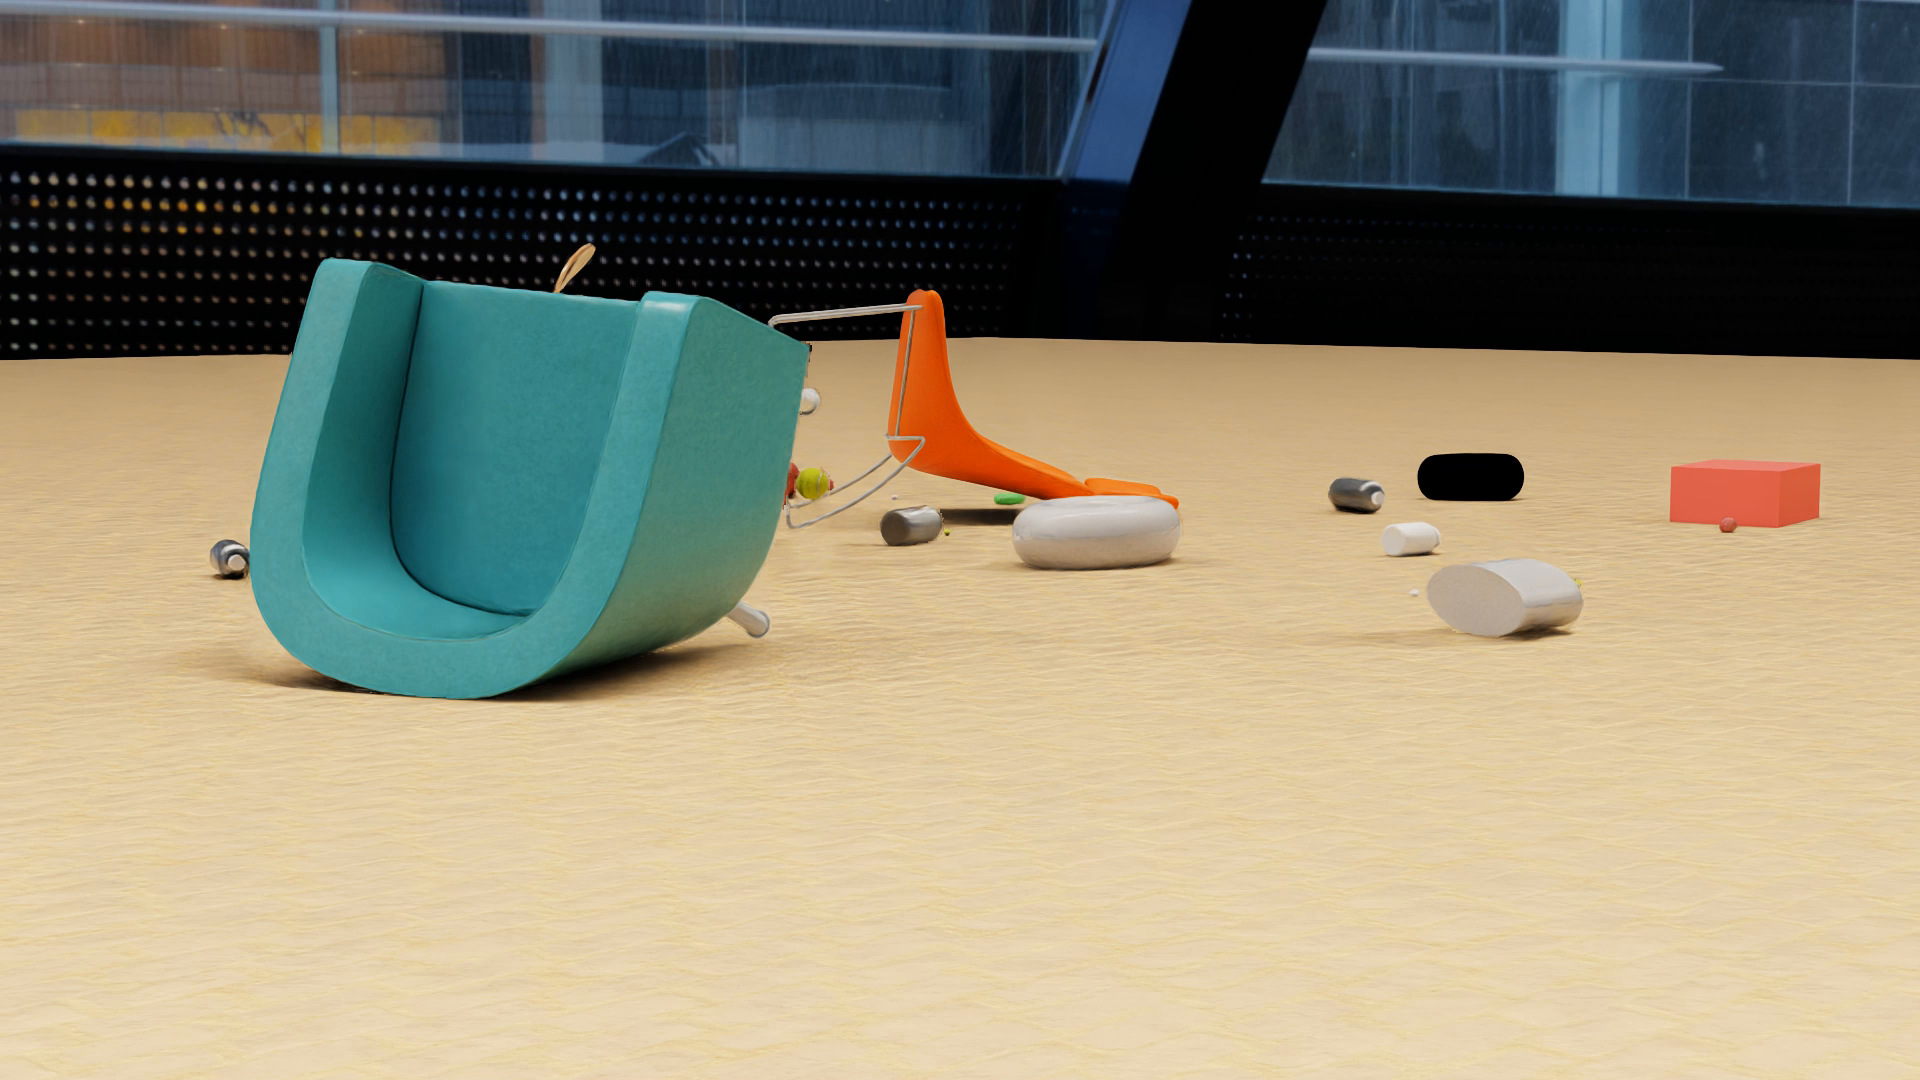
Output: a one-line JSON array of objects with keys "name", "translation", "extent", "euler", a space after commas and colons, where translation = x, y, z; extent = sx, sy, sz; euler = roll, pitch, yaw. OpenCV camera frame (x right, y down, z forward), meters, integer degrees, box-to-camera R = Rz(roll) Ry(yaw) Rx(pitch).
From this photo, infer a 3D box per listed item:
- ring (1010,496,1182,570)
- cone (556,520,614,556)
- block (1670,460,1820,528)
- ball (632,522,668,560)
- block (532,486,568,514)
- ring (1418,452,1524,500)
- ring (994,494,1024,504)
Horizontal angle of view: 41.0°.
[{"name": "ring", "translation": [0.315, -0.018, 5.891], "extent": [0.447, 0.144, 0.296], "euler": [-6, 10, -36]}, {"name": "cone", "translation": [-0.894, -0.008, 6.118], "extent": [0.139, 0.076, 0.112], "euler": [-2, 6, -20]}, {"name": "block", "translation": [2.126, -0.129, 6.940], "extent": [0.291, 0.148, 0.355], "euler": [4, 7, 35]}, {"name": "ball", "translation": [-0.723, 0.002, 5.979], "extent": [0.085, 0.085, 0.085], "euler": [0, 6, 0]}, {"name": "block", "translation": [-1.145, -0.112, 7.150], "extent": [0.084, 0.072, 0.050], "euler": [2, 6, 18]}, {"name": "ring", "translation": [1.506, -0.185, 7.565], "extent": [0.310, 0.134, 0.139], "euler": [-1, 8, 9]}, {"name": "ring", "translation": [0.143, -0.120, 7.436], "extent": [0.086, 0.029, 0.104], "euler": [2, 6, 31]}]
